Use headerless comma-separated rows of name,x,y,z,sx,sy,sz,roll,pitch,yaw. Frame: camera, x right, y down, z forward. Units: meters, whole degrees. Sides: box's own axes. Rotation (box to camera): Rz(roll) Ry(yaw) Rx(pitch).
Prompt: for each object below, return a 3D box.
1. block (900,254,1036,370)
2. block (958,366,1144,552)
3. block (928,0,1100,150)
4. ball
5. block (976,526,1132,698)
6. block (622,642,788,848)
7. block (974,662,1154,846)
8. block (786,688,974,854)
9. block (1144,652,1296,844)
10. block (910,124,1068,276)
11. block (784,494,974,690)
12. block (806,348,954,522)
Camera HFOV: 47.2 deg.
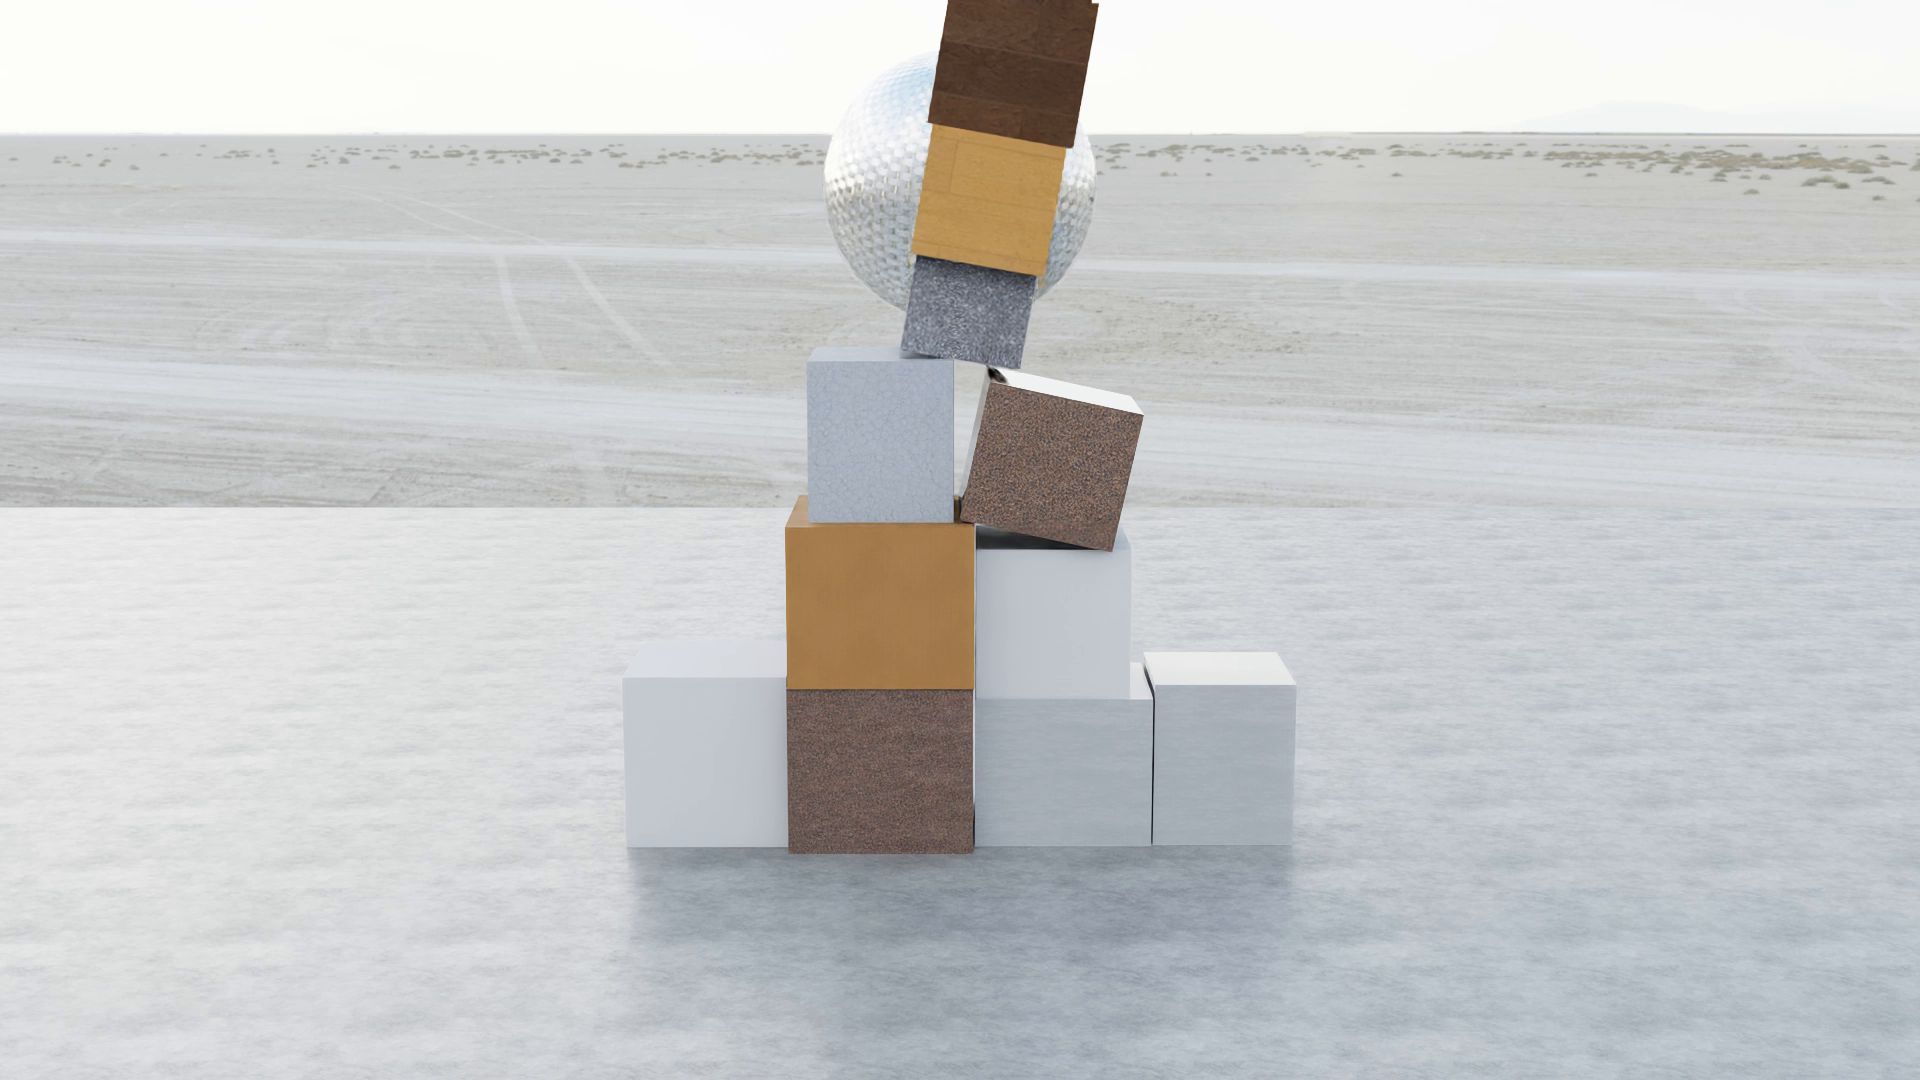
block,0.041,-1.158,10.980,0.594,0.475,0.522,10,10,-2
block,0.442,-0.422,11.082,0.766,0.694,0.783,12,10,-3
block,0.251,-2.324,10.775,0.710,0.688,0.680,10,10,-2
ball,0.000,-2.071,12.912,1.600,1.600,1.600,0,10,0
block,0.465,0.354,11.259,0.767,0.750,0.710,0,10,0
block,-1.270,1.042,11.380,0.815,0.878,0.803,0,10,0
block,0.518,1.098,11.393,0.887,0.763,0.778,0,10,0
block,-0.394,1.061,11.363,0.918,0.847,0.974,0,10,0
block,1.325,1.067,11.374,0.705,0.832,0.710,0,10,0
block,0.137,-1.688,10.879,0.652,0.621,0.699,10,10,-2
block,-0.389,0.248,11.211,0.921,0.808,0.983,0,10,0
block,-0.388,-0.541,11.079,0.712,0.792,0.729,0,10,0
